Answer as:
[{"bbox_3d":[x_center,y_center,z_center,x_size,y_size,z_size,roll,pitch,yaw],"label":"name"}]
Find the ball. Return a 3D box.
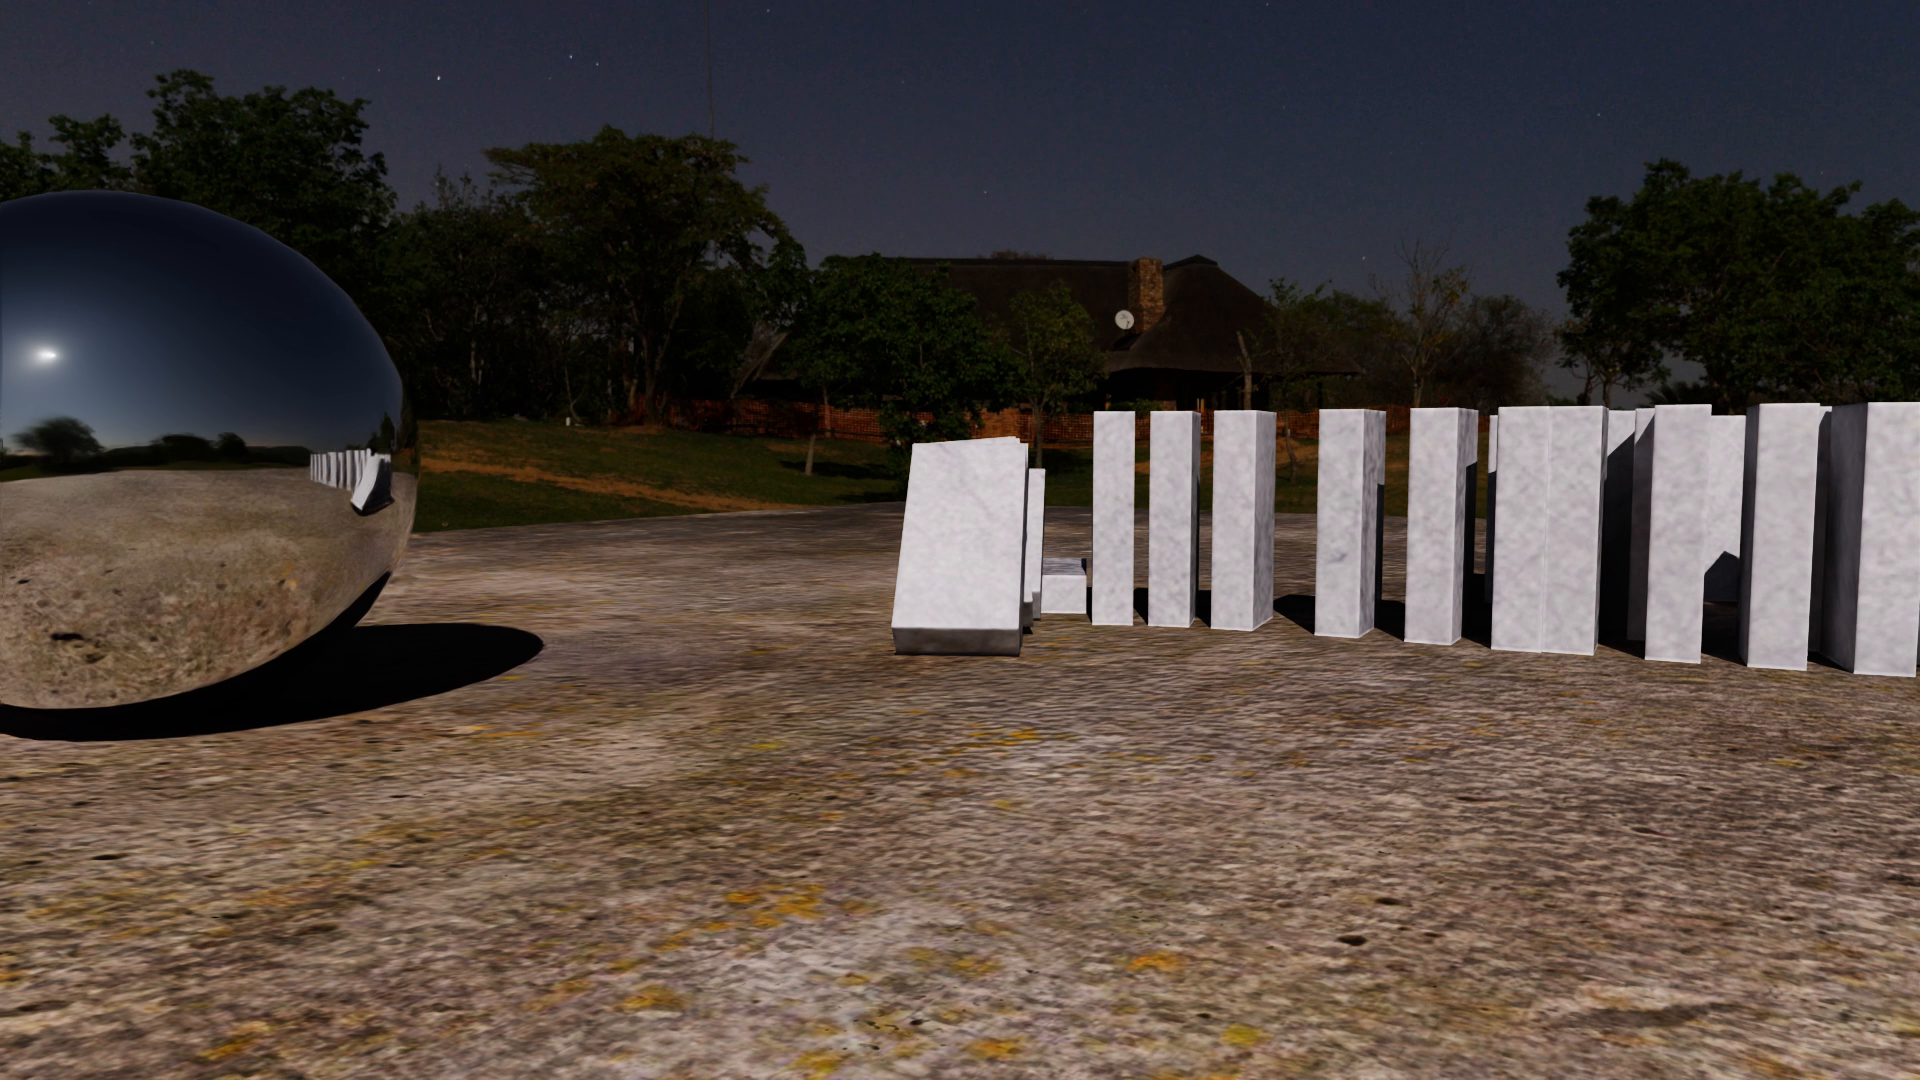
[{"bbox_3d":[-0.126,-0.012,0.197,0.080,0.080,0.080,0,4,0],"label":"ball"}]

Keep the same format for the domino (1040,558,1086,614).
[{"bbox_3d":[0.022,0.012,0.348,0.025,0.009,0.050,0,4,6],"label":"domino"}]

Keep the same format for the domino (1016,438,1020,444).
[{"bbox_3d":[0.003,-0.003,0.311,0.025,0.050,0.010,-3,-40,2],"label":"domino"}]

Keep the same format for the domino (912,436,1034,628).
[{"bbox_3d":[0.002,-0.002,0.298,0.025,0.050,0.009,-4,-40,1],"label":"domino"}]

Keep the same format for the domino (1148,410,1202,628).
[{"bbox_3d":[0.052,-0.006,0.309,0.010,0.050,0.025,1,4,15],"label":"domino"}]

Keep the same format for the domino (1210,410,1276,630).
[{"bbox_3d":[0.067,-0.005,0.303,0.009,0.050,0.025,2,5,24],"label":"domino"}]

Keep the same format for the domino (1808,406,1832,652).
[{"bbox_3d":[0.179,-0.003,0.273,0.009,0.050,0.025,1,4,13],"label":"domino"}]

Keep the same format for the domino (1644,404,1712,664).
[{"bbox_3d":[0.146,-0.002,0.260,0.010,0.050,0.025,2,5,29],"label":"domino"}]

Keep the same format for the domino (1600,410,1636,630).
[{"bbox_3d":[0.148,-0.005,0.298,0.025,0.050,0.009,-1,4,-14],"label":"domino"}]

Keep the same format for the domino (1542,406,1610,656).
[{"bbox_3d":[0.130,-0.003,0.270,0.009,0.050,0.025,2,5,29],"label":"domino"}]

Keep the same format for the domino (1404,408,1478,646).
[{"bbox_3d":[0.106,-0.004,0.283,0.010,0.050,0.025,3,5,31],"label":"domino"}]

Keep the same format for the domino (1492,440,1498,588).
[{"bbox_3d":[0.147,-0.006,0.318,0.025,0.050,0.010,1,4,7],"label":"domino"}]

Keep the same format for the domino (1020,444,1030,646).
[{"bbox_3d":[0.002,0.000,0.284,0.025,0.050,0.009,0,-40,5],"label":"domino"}]

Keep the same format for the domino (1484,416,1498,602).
[{"bbox_3d":[0.154,-0.008,0.340,0.025,0.050,0.010,3,5,31],"label":"domino"}]

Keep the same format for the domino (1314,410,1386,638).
[{"bbox_3d":[0.089,-0.004,0.293,0.009,0.050,0.025,2,5,29],"label":"domino"}]

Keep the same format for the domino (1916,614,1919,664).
[{"bbox_3d":[0.189,-0.001,0.242,0.009,0.050,0.025,1,4,10],"label":"domino"}]

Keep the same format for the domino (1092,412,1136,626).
[{"bbox_3d":[0.037,-0.006,0.312,0.009,0.050,0.025,0,4,5],"label":"domino"}]

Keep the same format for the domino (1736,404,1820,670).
[{"bbox_3d":[0.160,-0.001,0.252,0.010,0.050,0.025,2,5,26],"label":"domino"}]

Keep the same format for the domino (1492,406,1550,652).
[{"bbox_3d":[0.121,-0.003,0.273,0.009,0.050,0.025,2,5,29],"label":"domino"}]

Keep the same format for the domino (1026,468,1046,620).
[{"bbox_3d":[0.009,0.000,0.327,0.025,0.009,0.050,0,38,5],"label":"domino"}]

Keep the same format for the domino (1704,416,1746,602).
[{"bbox_3d":[0.207,-0.009,0.358,0.009,0.050,0.025,1,4,8],"label":"domino"}]

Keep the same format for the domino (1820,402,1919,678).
[{"bbox_3d":[0.175,-0.001,0.246,0.010,0.050,0.025,2,5,21],"label":"domino"}]

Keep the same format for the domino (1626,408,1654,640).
[{"bbox_3d":[0.157,-0.004,0.284,0.009,0.050,0.025,4,6,40],"label":"domino"}]

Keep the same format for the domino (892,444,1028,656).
[{"bbox_3d":[0.001,0.001,0.271,0.025,0.050,0.009,0,-40,5],"label":"domino"}]
